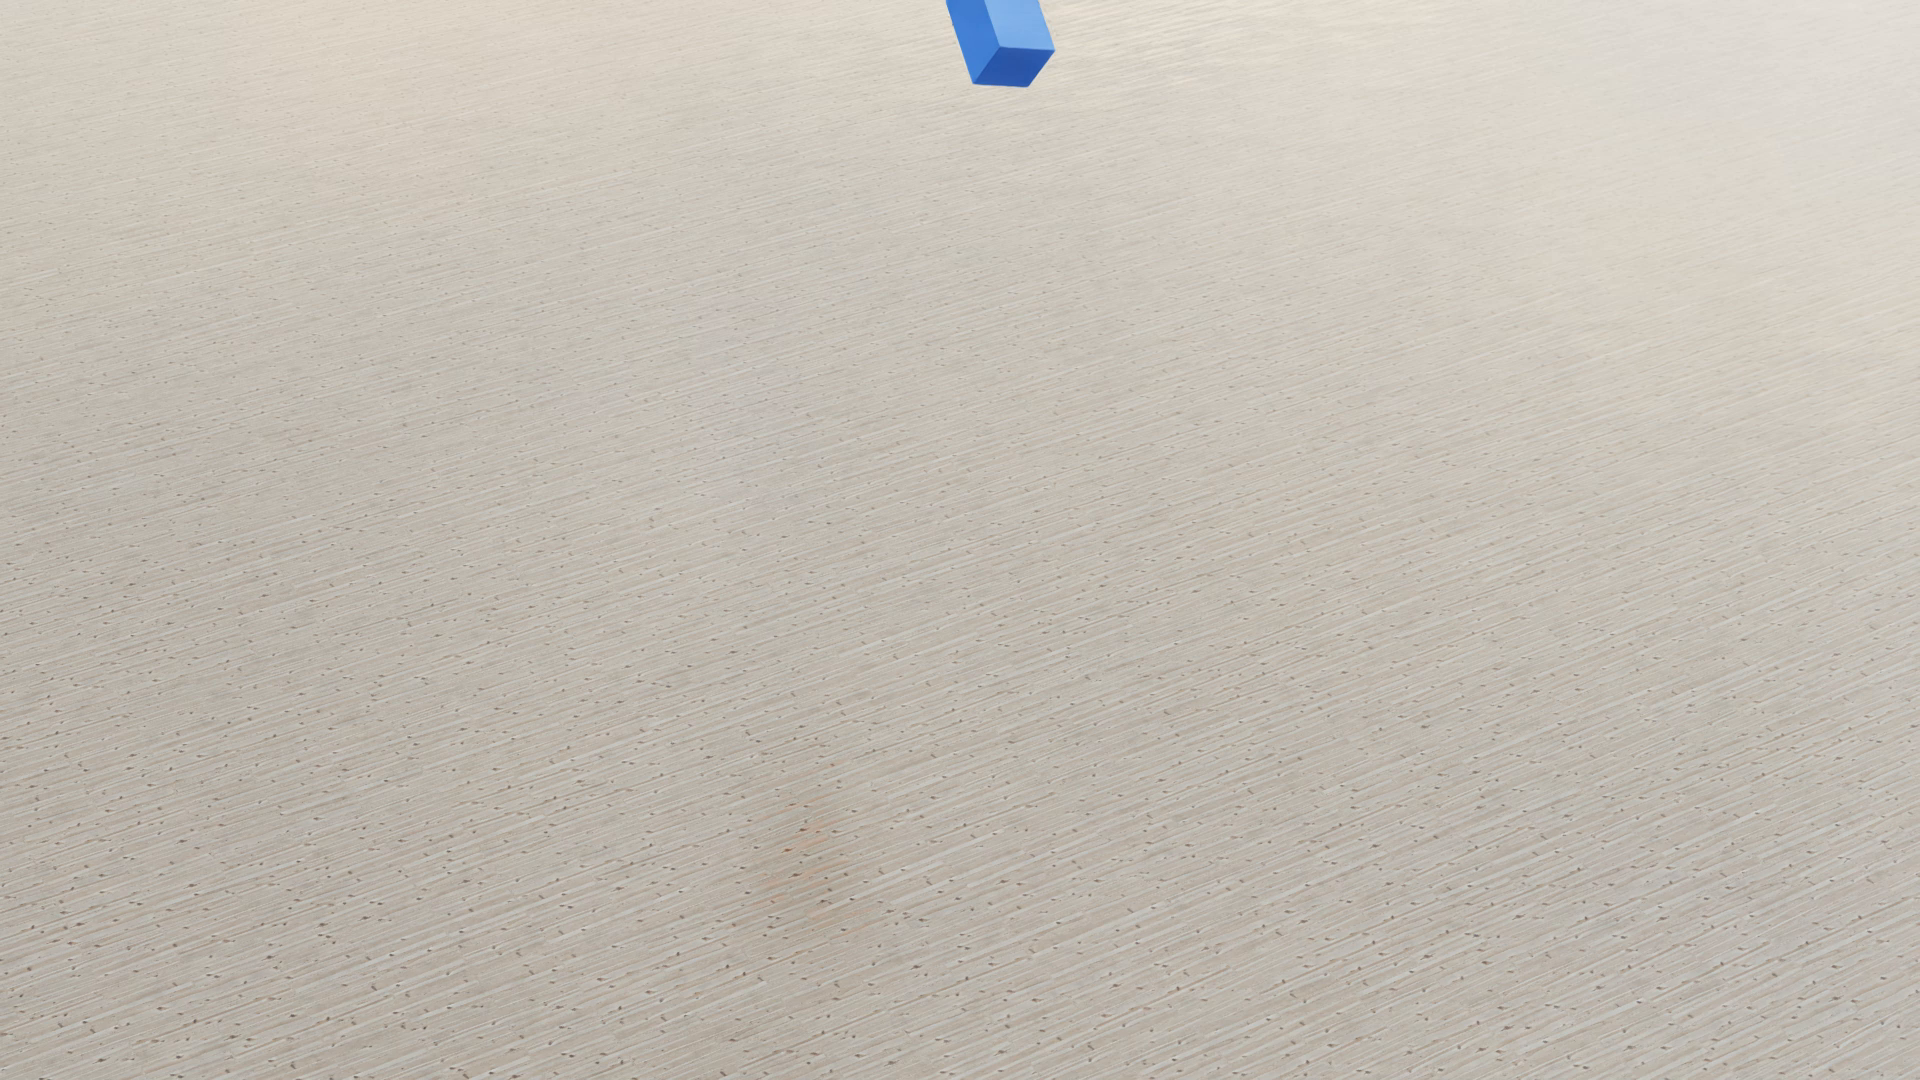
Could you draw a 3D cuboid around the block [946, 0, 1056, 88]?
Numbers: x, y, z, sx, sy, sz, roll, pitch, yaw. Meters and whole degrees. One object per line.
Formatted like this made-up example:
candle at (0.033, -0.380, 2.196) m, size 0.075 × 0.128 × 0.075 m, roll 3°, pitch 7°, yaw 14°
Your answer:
block at (0.103, -1.326, 7.565) m, size 0.166 × 0.158 × 0.265 m, roll -2°, pitch 62°, yaw -30°
